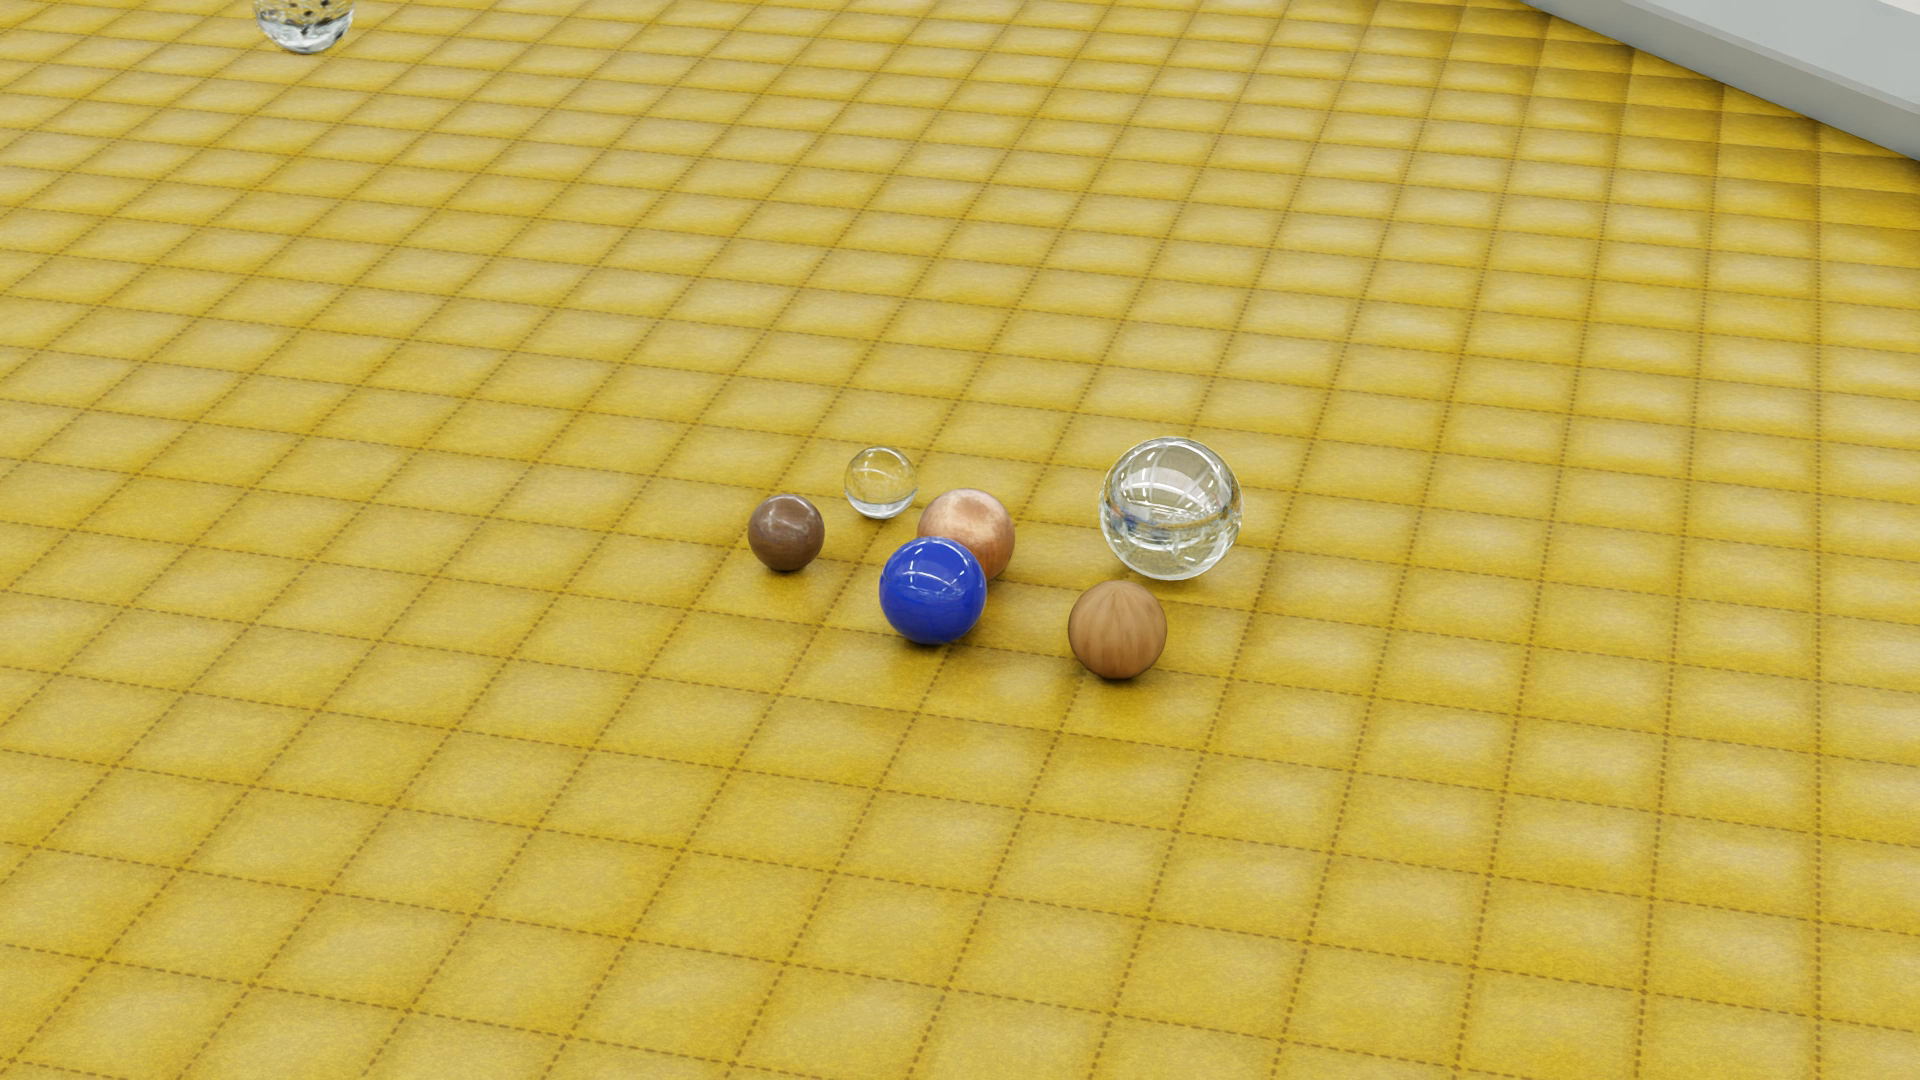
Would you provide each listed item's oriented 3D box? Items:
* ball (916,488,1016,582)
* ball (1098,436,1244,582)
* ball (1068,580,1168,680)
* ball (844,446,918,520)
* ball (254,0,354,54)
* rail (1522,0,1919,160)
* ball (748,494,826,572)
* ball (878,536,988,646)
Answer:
[{"bbox_3d":[0.004,-0.002,1.922,0.065,0.065,0.065,0,28,0],"label":"ball"},{"bbox_3d":[0.138,-0.021,1.925,0.095,0.095,0.095,0,28,0],"label":"ball"},{"bbox_3d":[0.097,0.055,1.816,0.062,0.062,0.062,0,28,0],"label":"ball"},{"bbox_3d":[-0.054,-0.039,2.008,0.051,0.051,0.051,0,28,0],"label":"ball"},{"bbox_3d":[-0.643,-0.527,2.886,0.097,0.097,0.097,0,28,0],"label":"ball"},{"bbox_3d":[0.437,-0.709,3.200,0.045,0.126,4.163,-15,31,-27],"label":"rail"},{"bbox_3d":[-0.115,-0.005,1.942,0.052,0.052,0.052,0,28,0],"label":"ball"},{"bbox_3d":[-0.017,0.032,1.853,0.069,0.069,0.069,0,28,0],"label":"ball"}]
